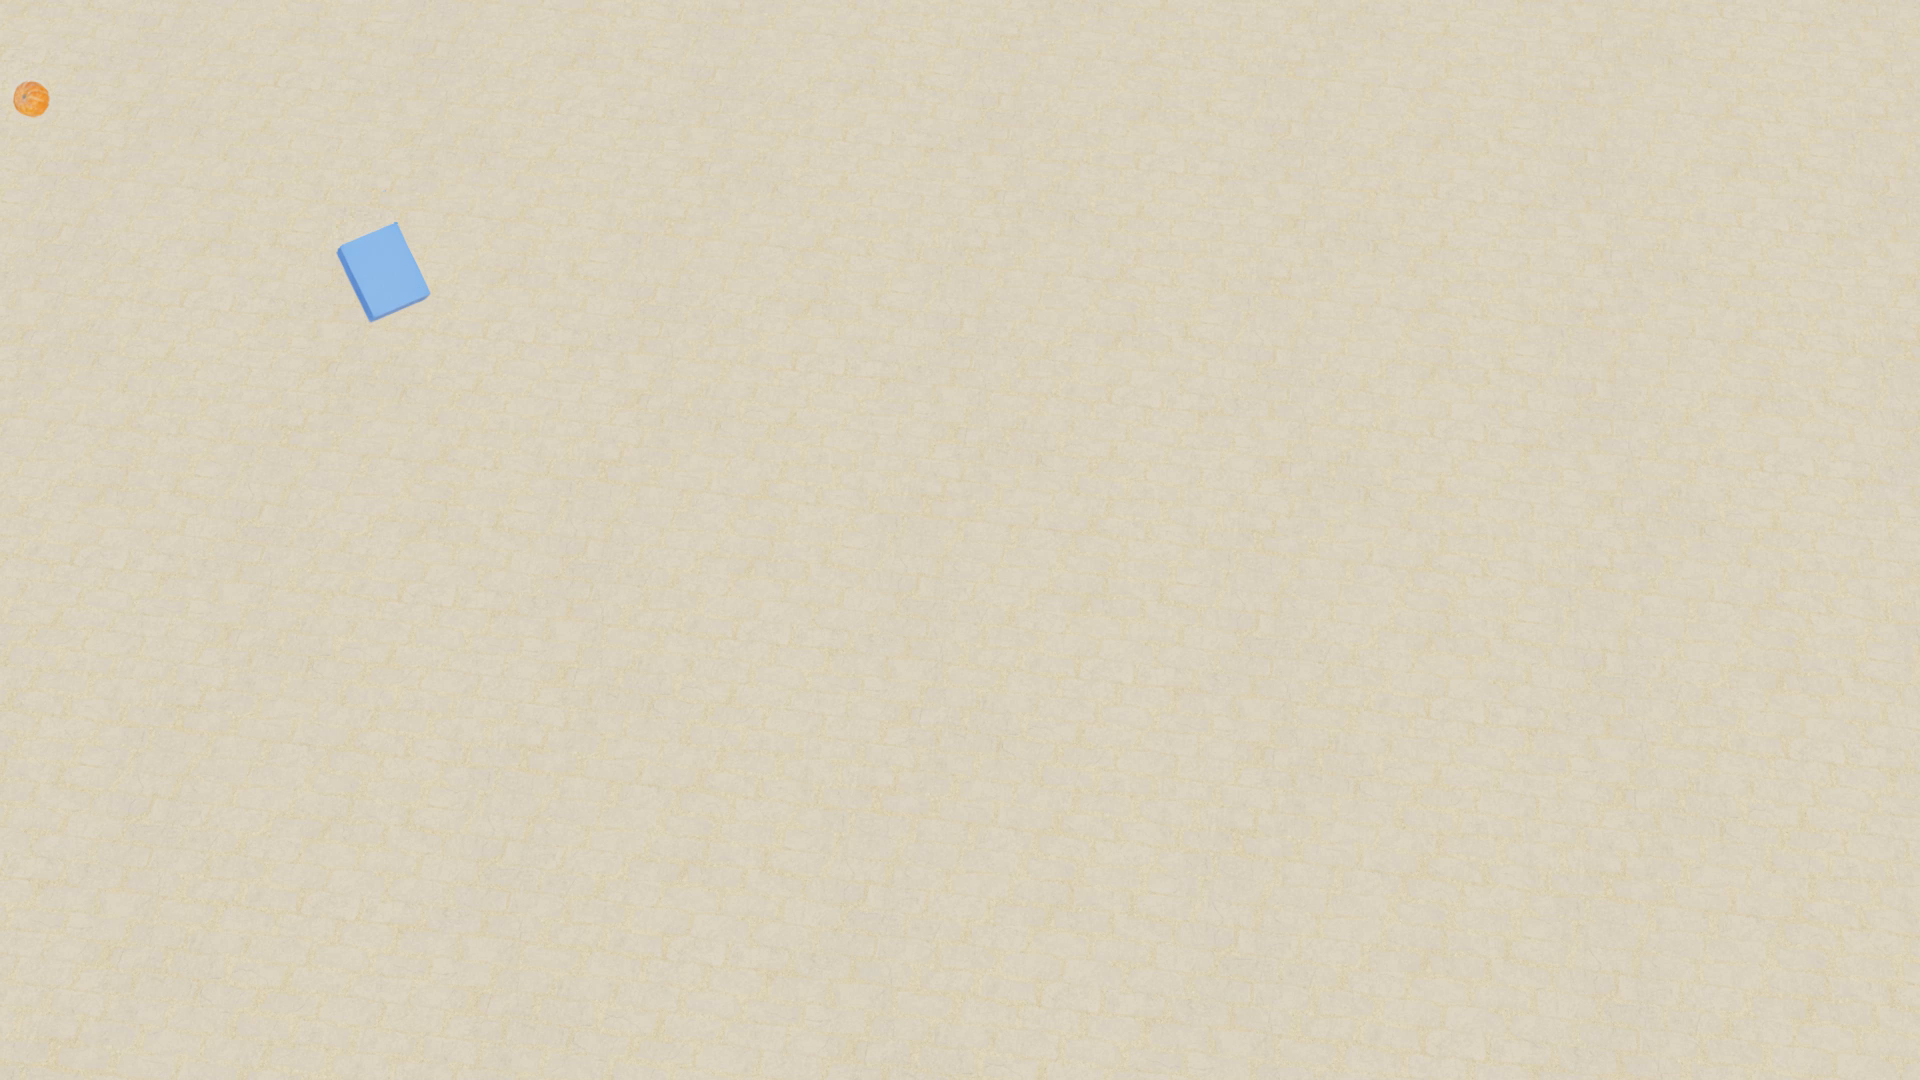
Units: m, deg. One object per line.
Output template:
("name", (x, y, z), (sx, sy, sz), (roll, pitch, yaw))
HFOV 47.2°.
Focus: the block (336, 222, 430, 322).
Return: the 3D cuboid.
("block", (-1.175, -0.544, 4.480), (0.123, 0.105, 0.157), (-27, 98, -18))
